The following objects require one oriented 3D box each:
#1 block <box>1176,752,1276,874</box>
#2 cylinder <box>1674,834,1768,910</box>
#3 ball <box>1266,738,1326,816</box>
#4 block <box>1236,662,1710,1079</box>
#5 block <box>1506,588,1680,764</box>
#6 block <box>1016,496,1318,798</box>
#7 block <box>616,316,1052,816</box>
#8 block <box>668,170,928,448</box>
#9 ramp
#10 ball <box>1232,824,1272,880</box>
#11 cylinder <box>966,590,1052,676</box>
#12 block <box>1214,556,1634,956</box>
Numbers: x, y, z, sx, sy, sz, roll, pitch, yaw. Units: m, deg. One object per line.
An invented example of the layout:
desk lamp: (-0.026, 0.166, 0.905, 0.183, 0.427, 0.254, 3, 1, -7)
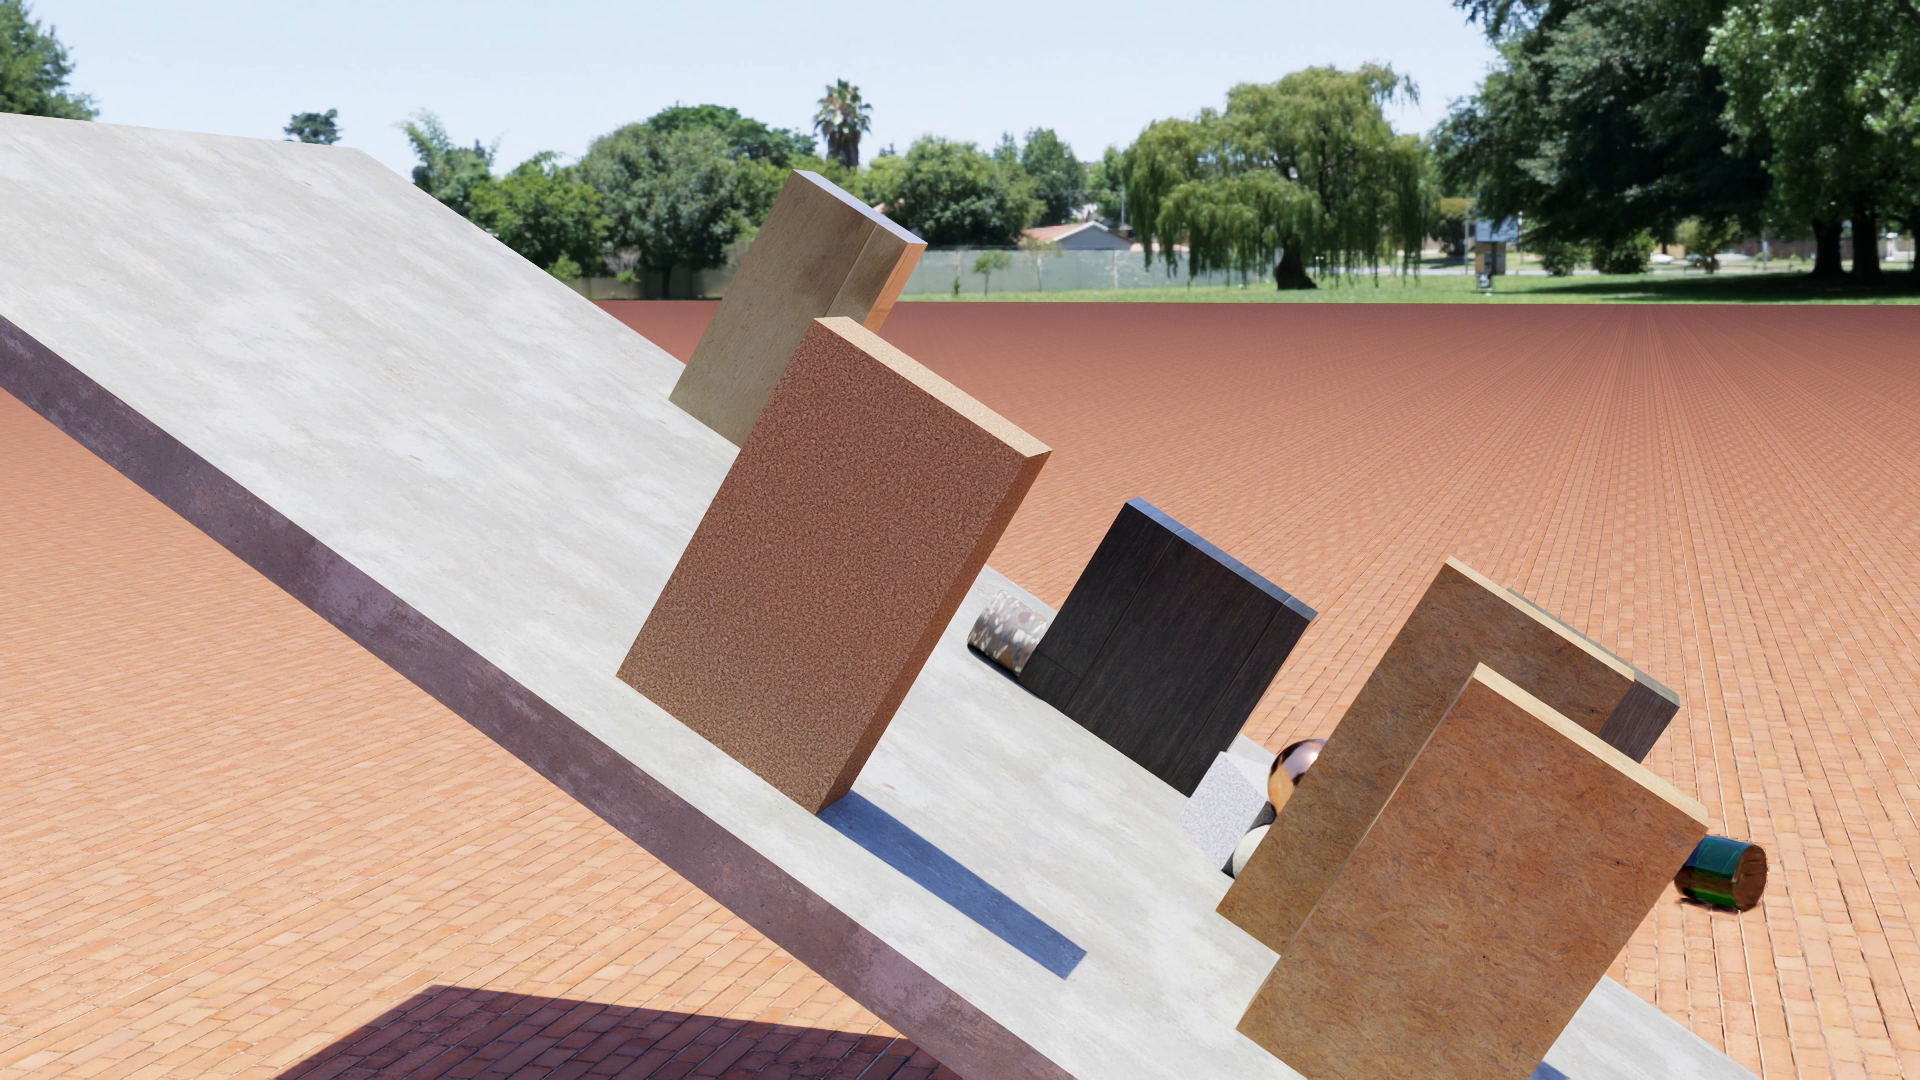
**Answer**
block: (0.548, 0.527, 4.156, 0.162, 0.162, 0.162, 19, 18, -37)
cylinder: (2.239, 0.975, 6.479, 0.193, 0.193, 0.193, -6, 9, -40)
ball: (0.646, 0.448, 3.992, 0.177, 0.177, 0.177, 0, 7, 0)
block: (0.782, 0.587, 3.395, 0.400, 0.678, 0.134, 34, 15, 11)
block: (0.936, 0.484, 3.960, 0.349, 0.715, 0.122, 34, 15, 11)
block: (0.410, 0.214, 4.380, 0.427, 0.433, 0.115, 34, 15, 11)
block: (-0.197, 0.037, 3.357, 0.383, 0.646, 0.146, 34, 15, 11)
block: (-0.361, -0.481, 4.859, 0.308, 0.587, 0.136, 34, 15, 11)
ramp: (-0.165, 0.273, 4.118, 4.000, 0.100, 2.000, 34, 15, 11)
ball: (0.572, 0.594, 4.008, 0.149, 0.149, 0.149, 0, 7, 0)
cylinder: (0.104, 0.191, 4.461, 0.130, 0.130, 0.130, 34, 15, 11)
block: (0.792, 0.437, 3.788, 0.360, 0.739, 0.102, 34, 15, 11)
